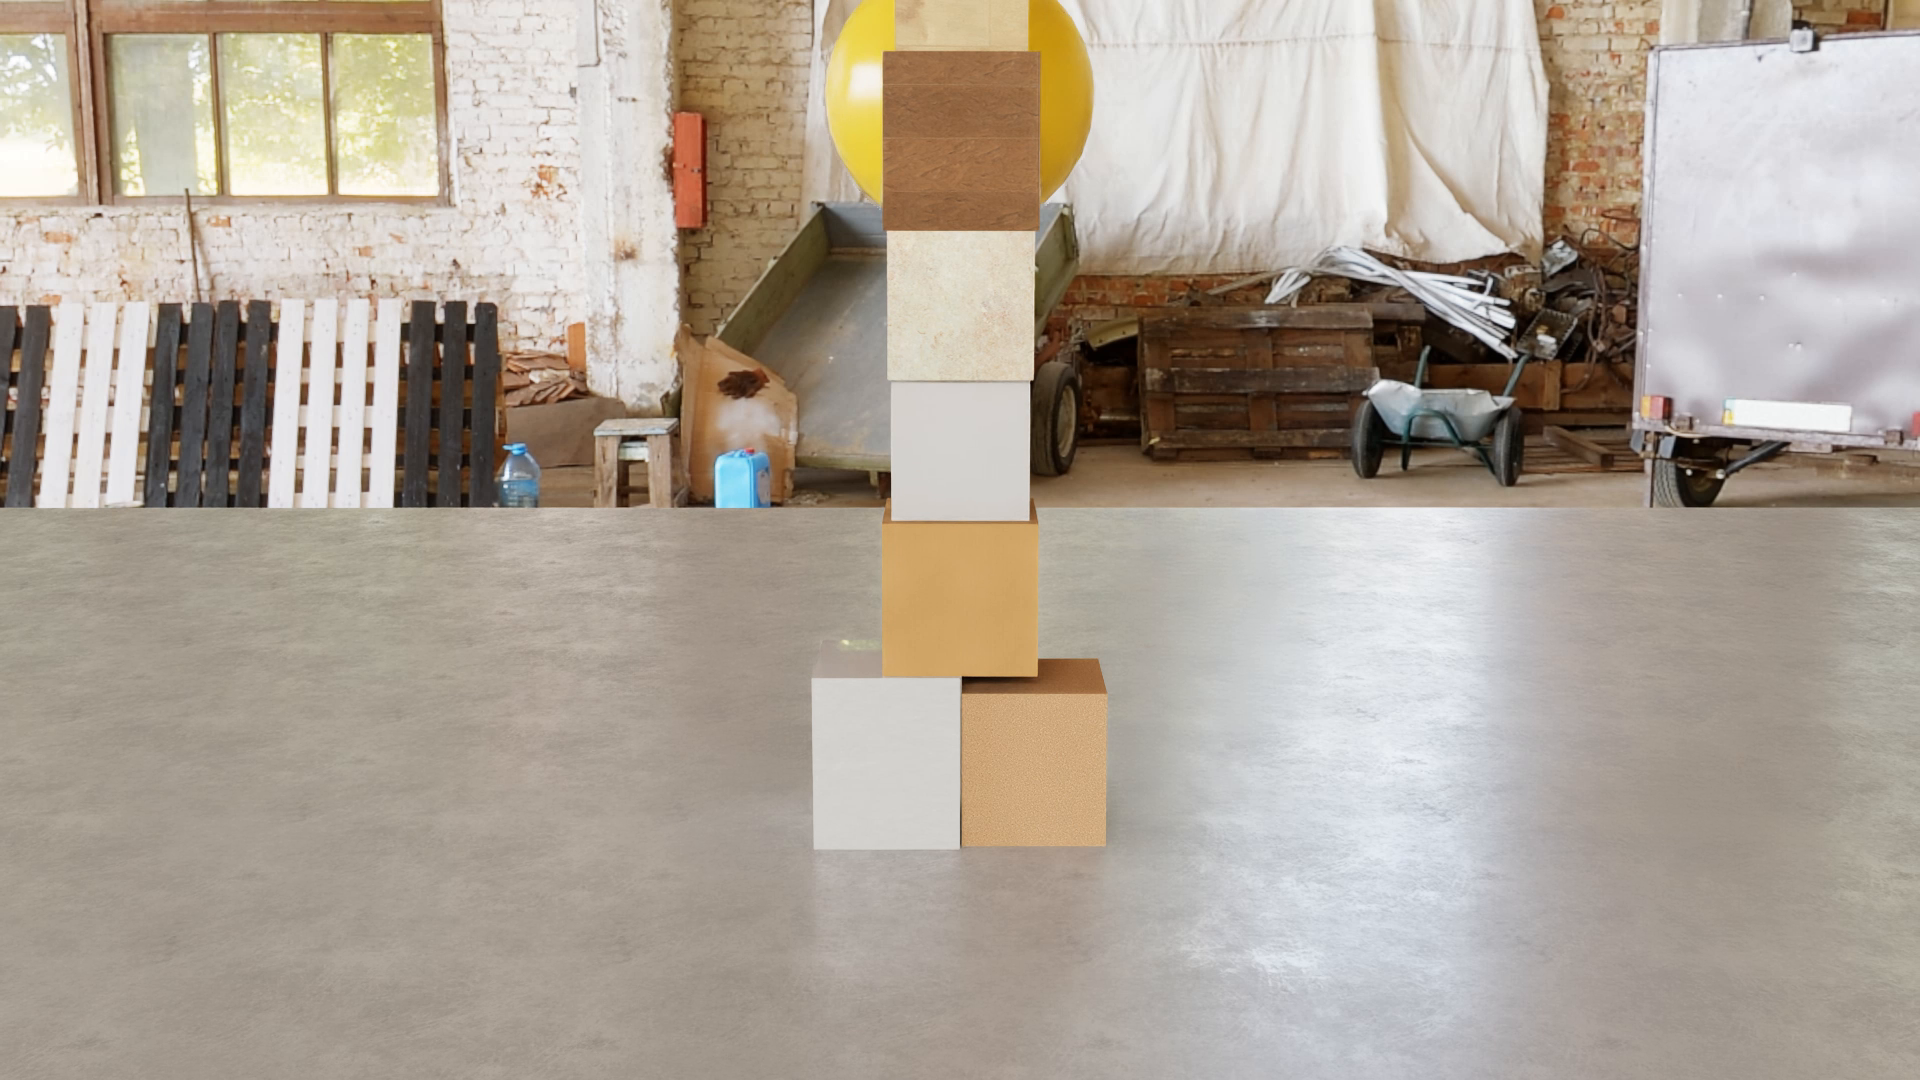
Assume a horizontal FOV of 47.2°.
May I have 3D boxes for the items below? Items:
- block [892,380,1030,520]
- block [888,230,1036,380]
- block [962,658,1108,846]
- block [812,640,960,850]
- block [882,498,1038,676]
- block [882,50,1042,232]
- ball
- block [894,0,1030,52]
[{"bbox_3d":[0.003,-0.492,11.091,0.681,0.701,0.580,0,10,0],"label":"block"},{"bbox_3d":[0.005,-1.192,10.964,0.710,0.720,0.679,0,10,0],"label":"block"},{"bbox_3d":[0.371,1.086,11.384,0.725,0.790,0.760,0,10,0],"label":"block"},{"bbox_3d":[-0.368,1.042,11.369,0.732,0.882,0.849,0,10,0],"label":"block"},{"bbox_3d":[0.001,0.228,11.233,0.769,0.767,0.791,0,10,0],"label":"block"},{"bbox_3d":[0.007,-1.962,10.830,0.752,0.844,0.701,0,10,0],"label":"block"},{"bbox_3d":[0.000,-2.628,13.035,1.600,1.600,1.600,0,10,0],"label":"ball"},{"bbox_3d":[0.009,-2.630,10.697,0.635,0.518,0.620,0,10,0],"label":"block"}]
